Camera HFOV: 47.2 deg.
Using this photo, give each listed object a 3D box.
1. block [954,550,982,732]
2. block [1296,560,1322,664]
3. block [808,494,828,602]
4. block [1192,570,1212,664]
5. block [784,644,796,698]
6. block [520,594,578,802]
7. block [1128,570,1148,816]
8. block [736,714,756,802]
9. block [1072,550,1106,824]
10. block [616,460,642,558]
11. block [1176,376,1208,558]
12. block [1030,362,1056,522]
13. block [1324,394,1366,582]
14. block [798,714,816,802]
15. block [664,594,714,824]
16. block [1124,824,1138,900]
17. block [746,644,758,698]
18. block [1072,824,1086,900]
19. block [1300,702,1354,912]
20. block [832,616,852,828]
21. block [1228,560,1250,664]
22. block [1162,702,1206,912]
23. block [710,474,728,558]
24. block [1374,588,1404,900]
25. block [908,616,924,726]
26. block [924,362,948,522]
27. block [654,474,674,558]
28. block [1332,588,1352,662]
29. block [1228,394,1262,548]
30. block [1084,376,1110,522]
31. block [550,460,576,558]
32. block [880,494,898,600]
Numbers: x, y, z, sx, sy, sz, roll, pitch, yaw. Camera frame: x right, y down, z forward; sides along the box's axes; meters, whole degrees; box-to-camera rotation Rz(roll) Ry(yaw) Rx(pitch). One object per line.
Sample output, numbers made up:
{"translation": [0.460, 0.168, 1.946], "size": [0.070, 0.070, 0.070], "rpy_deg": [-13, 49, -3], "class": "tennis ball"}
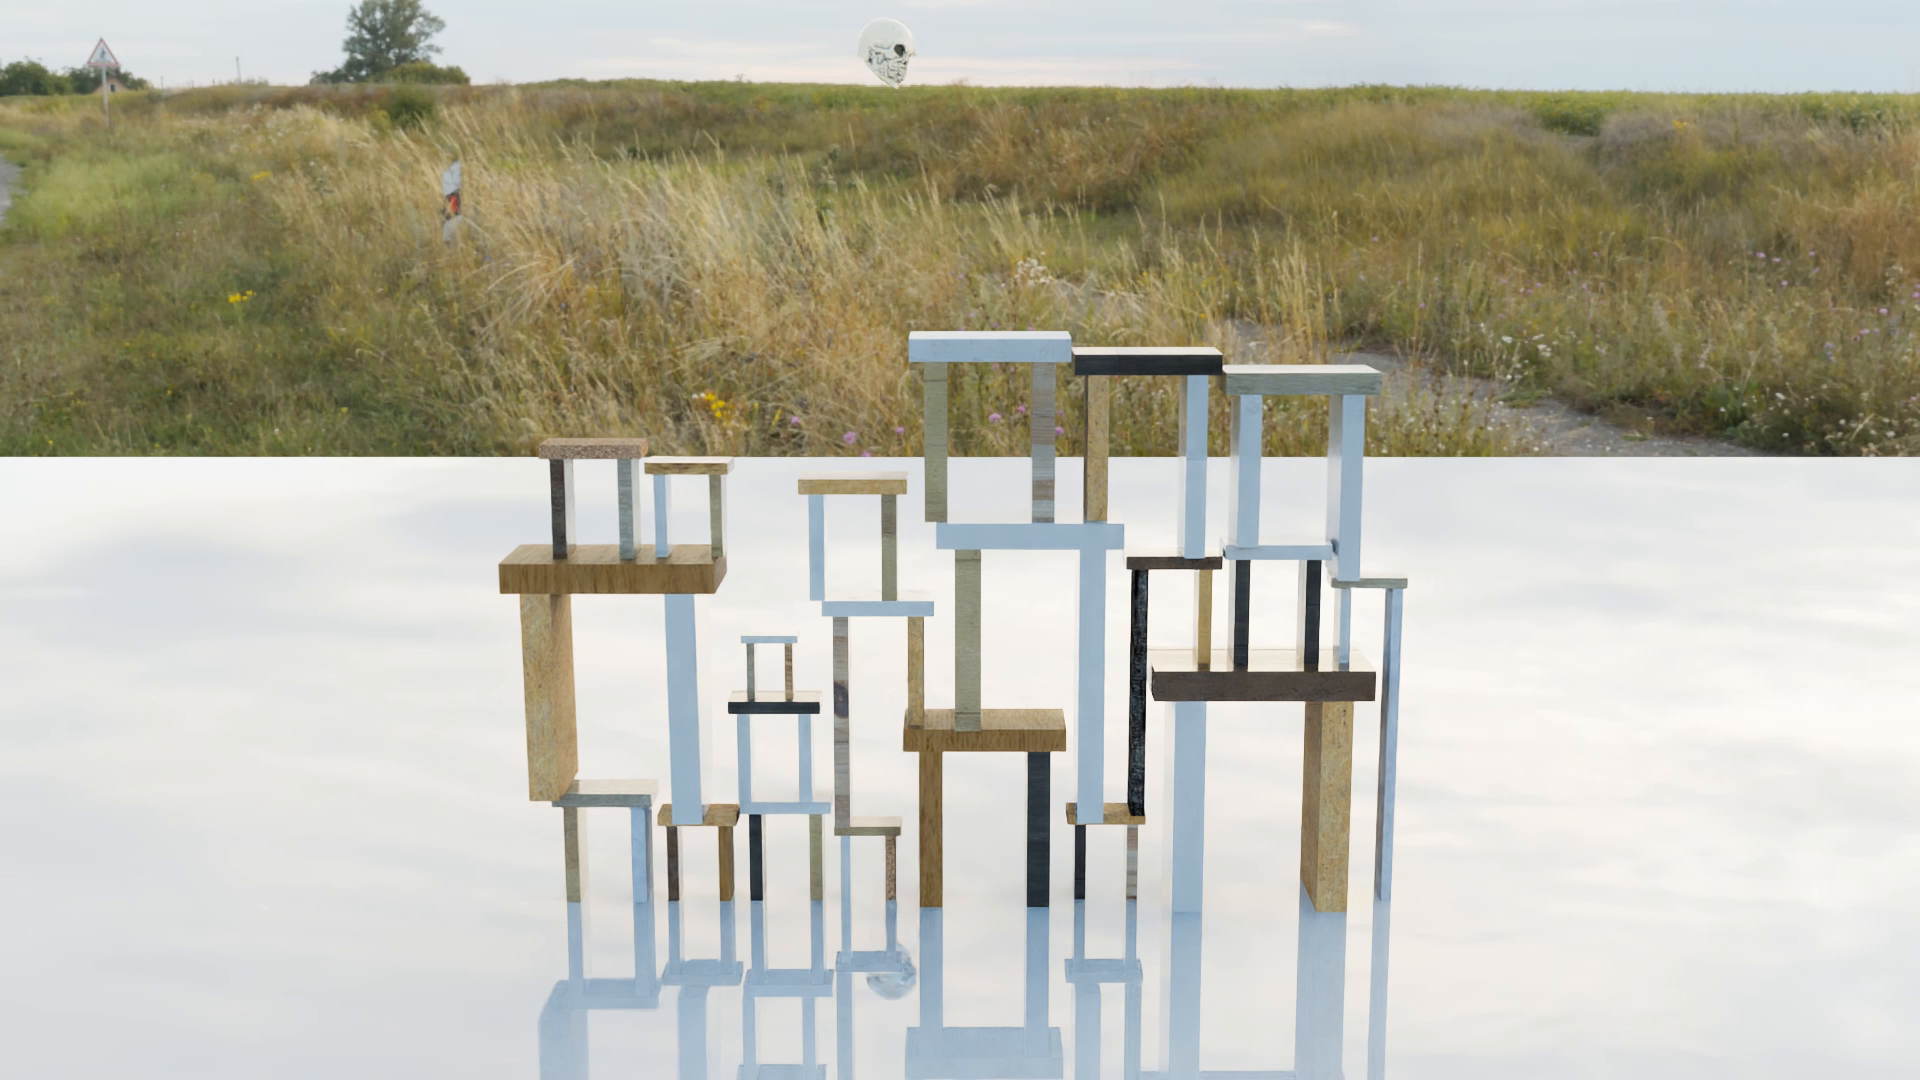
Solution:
{"translation": [0.013, 0.148, 3.584], "size": [0.042, 0.298, 0.149], "rpy_deg": [0, 11, 0], "class": "block"}
{"translation": [0.568, 0.108, 3.584], "size": [0.024, 0.171, 0.086], "rpy_deg": [0, 11, 0], "class": "block"}
{"translation": [-0.230, 0.005, 3.564], "size": [0.025, 0.174, 0.087], "rpy_deg": [0, 11, 0], "class": "block"}
{"translation": [0.395, 0.117, 3.582], "size": [0.022, 0.155, 0.077], "rpy_deg": [0, 11, 0], "class": "block"}
{"translation": [-0.279, 0.209, 3.602], "size": [0.013, 0.093, 0.046], "rpy_deg": [0, 11, 0], "class": "block"}
{"translation": [-0.672, 0.238, 3.603], "size": [0.048, 0.342, 0.171], "rpy_deg": [-1, 11, 1], "class": "block"}
{"translation": [0.291, 0.243, 3.604], "size": [0.022, 0.412, 0.077], "rpy_deg": [0, 11, 0], "class": "block"}
{"translation": [-0.352, 0.350, 3.625], "size": [0.021, 0.149, 0.075], "rpy_deg": [0, 11, 0], "class": "block"}
{"translation": [0.211, 0.224, 3.598], "size": [0.042, 0.452, 0.149], "rpy_deg": [0, 11, 0], "class": "block"}
{"translation": [-0.533, -0.057, 3.545], "size": [0.023, 0.161, 0.081], "rpy_deg": [0, 11, 1], "class": "block"}
{"translation": [0.374, -0.125, 3.539], "size": [0.033, 0.293, 0.116], "rpy_deg": [0, 11, -1], "class": "block"}
{"translation": [0.132, -0.165, 3.526], "size": [0.036, 0.255, 0.127], "rpy_deg": [0, 11, 0], "class": "block"}
{"translation": [0.620, -0.093, 3.547], "size": [0.035, 0.299, 0.122], "rpy_deg": [0, 10, -1], "class": "block"}
{"translation": [-0.253, 0.350, 3.625], "size": [0.021, 0.149, 0.075], "rpy_deg": [0, 11, 0], "class": "block"}
{"translation": [-0.442, 0.257, 3.605], "size": [0.048, 0.381, 0.171], "rpy_deg": [-1, 11, 1], "class": "block"}
{"translation": [0.284, 0.526, 3.662], "size": [0.018, 0.129, 0.064], "rpy_deg": [0, 11, 0], "class": "block"}
{"translation": [-0.341, 0.209, 3.602], "size": [0.013, 0.093, 0.046], "rpy_deg": [0, 11, 0], "class": "block"}
{"translation": [0.198, 0.526, 3.662], "size": [0.018, 0.129, 0.064], "rpy_deg": [0, 11, 0], "class": "block"}
{"translation": [0.605, 0.416, 3.636], "size": [0.050, 0.354, 0.177], "rpy_deg": [0, 11, 0], "class": "block"}
{"translation": [-0.193, 0.290, 3.618], "size": [0.026, 0.356, 0.090], "rpy_deg": [0, 11, 0], "class": "block"}
{"translation": [0.454, 0.108, 3.584], "size": [0.024, 0.171, 0.086], "rpy_deg": [0, 11, 0], "class": "block"}
{"translation": [0.370, 0.416, 3.636], "size": [0.050, 0.354, 0.177], "rpy_deg": [0, 11, 0], "class": "block"}
{"translation": [-0.390, -0.044, 3.551], "size": [0.019, 0.134, 0.067], "rpy_deg": [0, 11, 1], "class": "block"}
{"translation": [0.705, 0.332, 3.618], "size": [0.017, 0.526, 0.061], "rpy_deg": [0, 10, 0], "class": "block"}
{"translation": [-0.072, 0.204, 3.602], "size": [0.026, 0.181, 0.090], "rpy_deg": [0, 11, 0], "class": "block"}
{"translation": [-0.038, -0.165, 3.527], "size": [0.036, 0.255, 0.127], "rpy_deg": [0, 11, 0], "class": "block"}
{"translation": [-0.479, -0.044, 3.551], "size": [0.019, 0.134, 0.067], "rpy_deg": [0, 11, 1], "class": "block"}
{"translation": [0.622, 0.133, 3.580], "size": [0.017, 0.122, 0.061], "rpy_deg": [0, 10, 0], "class": "block"}
{"translation": [0.458, -0.119, 3.537], "size": [0.035, 0.244, 0.122], "rpy_deg": [0, 11, 0], "class": "block"}
{"translation": [0.218, -0.155, 3.533], "size": [0.033, 0.232, 0.116], "rpy_deg": [0, 11, 0], "class": "block"}
{"translation": [-0.640, -0.057, 3.546], "size": [0.023, 0.161, 0.081], "rpy_deg": [0, 11, 1], "class": "block"}
{"translation": [-0.114, 0.005, 3.564], "size": [0.025, 0.174, 0.087], "rpy_deg": [0, 11, 0], "class": "block"}
